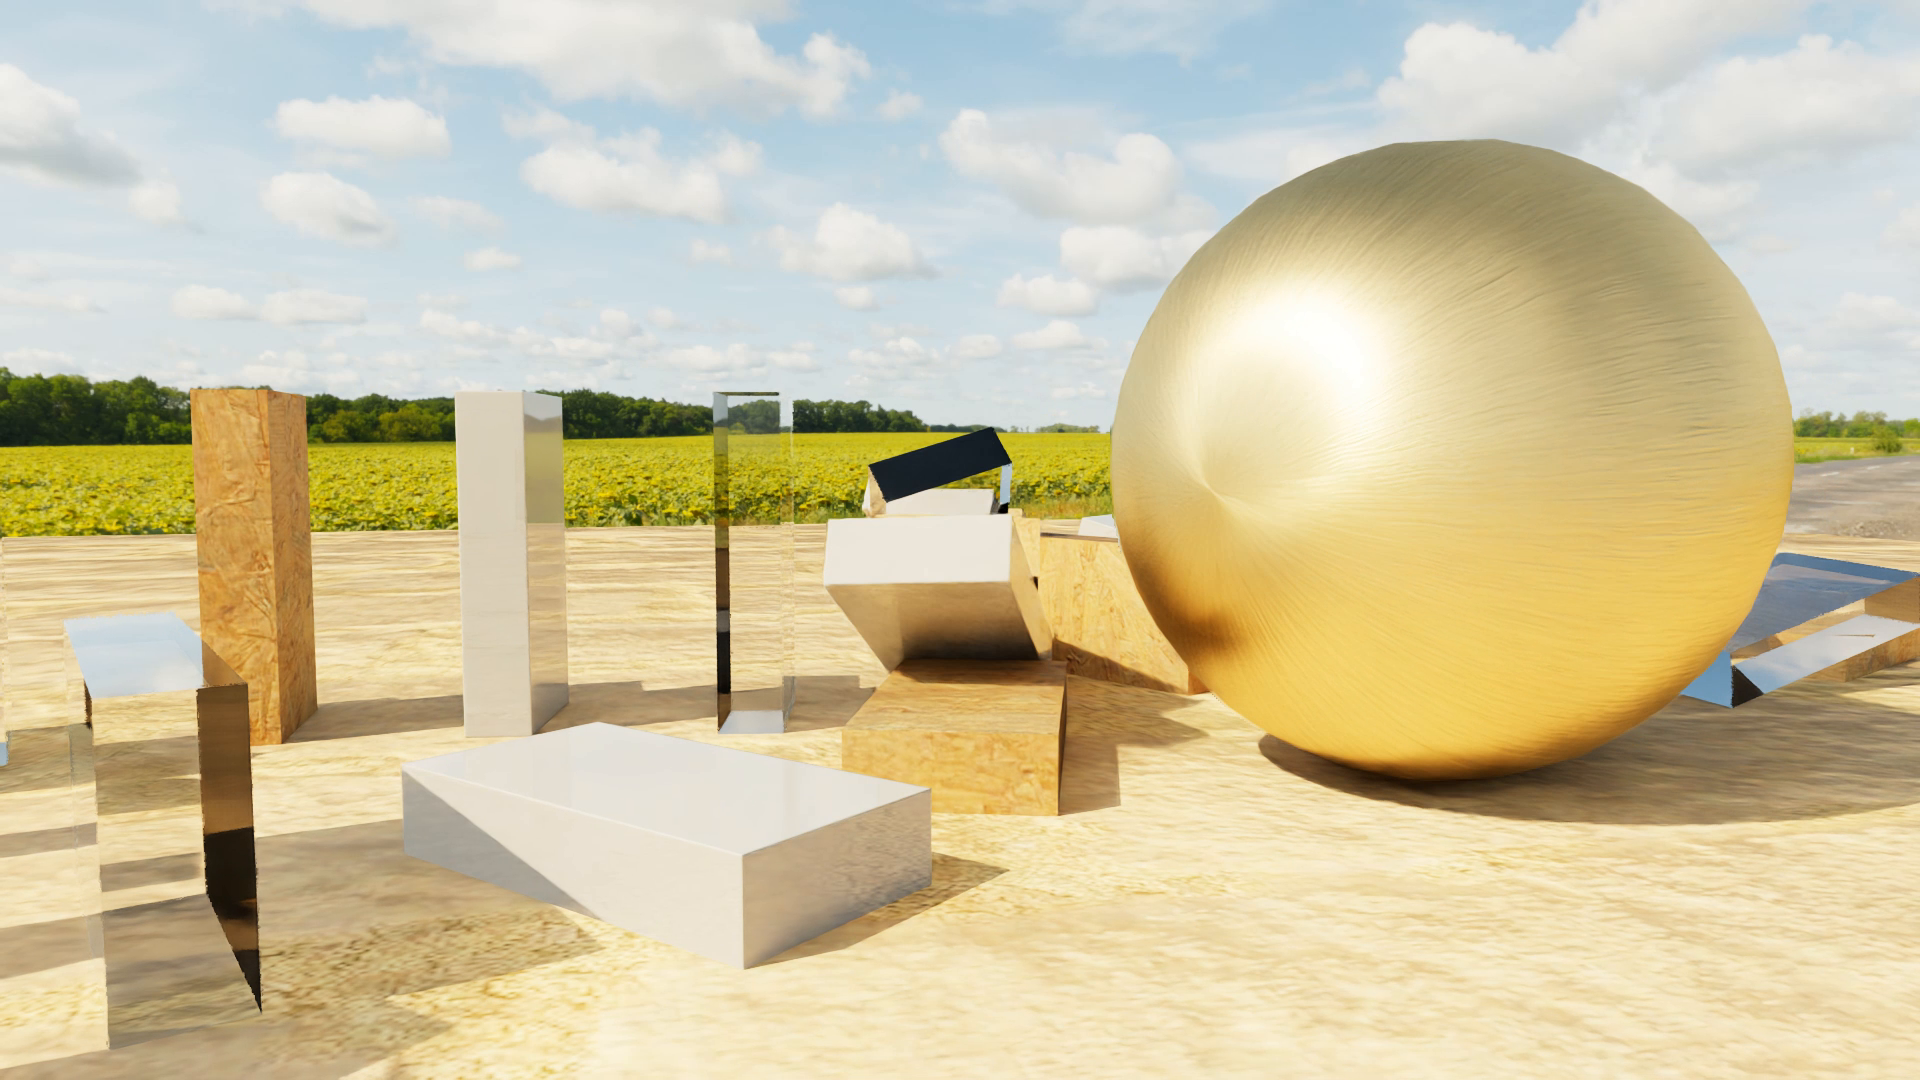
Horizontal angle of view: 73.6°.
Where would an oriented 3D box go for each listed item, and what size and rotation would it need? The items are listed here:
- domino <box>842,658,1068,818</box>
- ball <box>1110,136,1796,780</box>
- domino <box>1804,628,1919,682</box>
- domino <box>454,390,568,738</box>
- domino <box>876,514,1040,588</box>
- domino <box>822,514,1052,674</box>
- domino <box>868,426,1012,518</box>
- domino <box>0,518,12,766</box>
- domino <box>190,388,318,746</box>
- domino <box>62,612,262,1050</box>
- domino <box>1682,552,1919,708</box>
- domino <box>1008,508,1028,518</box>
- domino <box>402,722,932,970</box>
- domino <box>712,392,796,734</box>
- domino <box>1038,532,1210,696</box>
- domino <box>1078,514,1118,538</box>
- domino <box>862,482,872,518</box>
[{"bbox_3d":[0.001,0.025,0.172,0.025,0.010,0.050,0,4,6],"label":"domino"},{"bbox_3d":[0.060,-0.010,0.165,0.080,0.080,0.080,0,4,0],"label":"ball"},{"bbox_3d":[0.169,0.019,0.254,0.050,0.010,0.025,-4,6,-39],"label":"domino"},{"bbox_3d":[-0.068,0.003,0.197,0.010,0.050,0.025,0,4,-5],"label":"domino"},{"bbox_3d":[0.000,0.010,0.215,0.025,0.009,0.050,2,-23,3],"label":"domino"},{"bbox_3d":[-0.001,0.011,0.192,0.025,0.010,0.050,-1,-23,10],"label":"domino"},{"bbox_3d":[-0.004,0.000,0.258,0.025,0.010,0.050,-18,-33,-14],"label":"domino"},{"bbox_3d":[-0.138,0.004,0.176,0.010,0.050,0.025,-3,5,-35],"label":"domino"},{"bbox_3d":[-0.104,0.003,0.191,0.010,0.050,0.025,-1,4,-16],"label":"domino"},{"bbox_3d":[-0.071,0.022,0.112,0.009,0.025,0.050,-3,5,-37],"label":"domino"},{"bbox_3d":[0.141,0.015,0.226,0.050,0.009,0.025,-15,14,-22],"label":"domino"},{"bbox_3d":[0.008,0.005,0.321,0.025,0.010,0.050,1,-18,15],"label":"domino"},{"bbox_3d":[-0.030,0.028,0.128,0.050,0.010,0.025,3,5,36],"label":"domino"},{"bbox_3d":[-0.031,0.003,0.199,0.010,0.050,0.025,0,4,-3],"label":"domino"},{"bbox_3d":[0.026,0.012,0.238,0.010,0.025,0.050,-4,6,-41],"label":"domino"},{"bbox_3d":[0.061,0.005,0.364,0.050,0.010,0.025,19,14,30],"label":"domino"},{"bbox_3d":[-0.002,0.002,0.289,0.025,0.010,0.050,1,-31,16],"label":"domino"}]
